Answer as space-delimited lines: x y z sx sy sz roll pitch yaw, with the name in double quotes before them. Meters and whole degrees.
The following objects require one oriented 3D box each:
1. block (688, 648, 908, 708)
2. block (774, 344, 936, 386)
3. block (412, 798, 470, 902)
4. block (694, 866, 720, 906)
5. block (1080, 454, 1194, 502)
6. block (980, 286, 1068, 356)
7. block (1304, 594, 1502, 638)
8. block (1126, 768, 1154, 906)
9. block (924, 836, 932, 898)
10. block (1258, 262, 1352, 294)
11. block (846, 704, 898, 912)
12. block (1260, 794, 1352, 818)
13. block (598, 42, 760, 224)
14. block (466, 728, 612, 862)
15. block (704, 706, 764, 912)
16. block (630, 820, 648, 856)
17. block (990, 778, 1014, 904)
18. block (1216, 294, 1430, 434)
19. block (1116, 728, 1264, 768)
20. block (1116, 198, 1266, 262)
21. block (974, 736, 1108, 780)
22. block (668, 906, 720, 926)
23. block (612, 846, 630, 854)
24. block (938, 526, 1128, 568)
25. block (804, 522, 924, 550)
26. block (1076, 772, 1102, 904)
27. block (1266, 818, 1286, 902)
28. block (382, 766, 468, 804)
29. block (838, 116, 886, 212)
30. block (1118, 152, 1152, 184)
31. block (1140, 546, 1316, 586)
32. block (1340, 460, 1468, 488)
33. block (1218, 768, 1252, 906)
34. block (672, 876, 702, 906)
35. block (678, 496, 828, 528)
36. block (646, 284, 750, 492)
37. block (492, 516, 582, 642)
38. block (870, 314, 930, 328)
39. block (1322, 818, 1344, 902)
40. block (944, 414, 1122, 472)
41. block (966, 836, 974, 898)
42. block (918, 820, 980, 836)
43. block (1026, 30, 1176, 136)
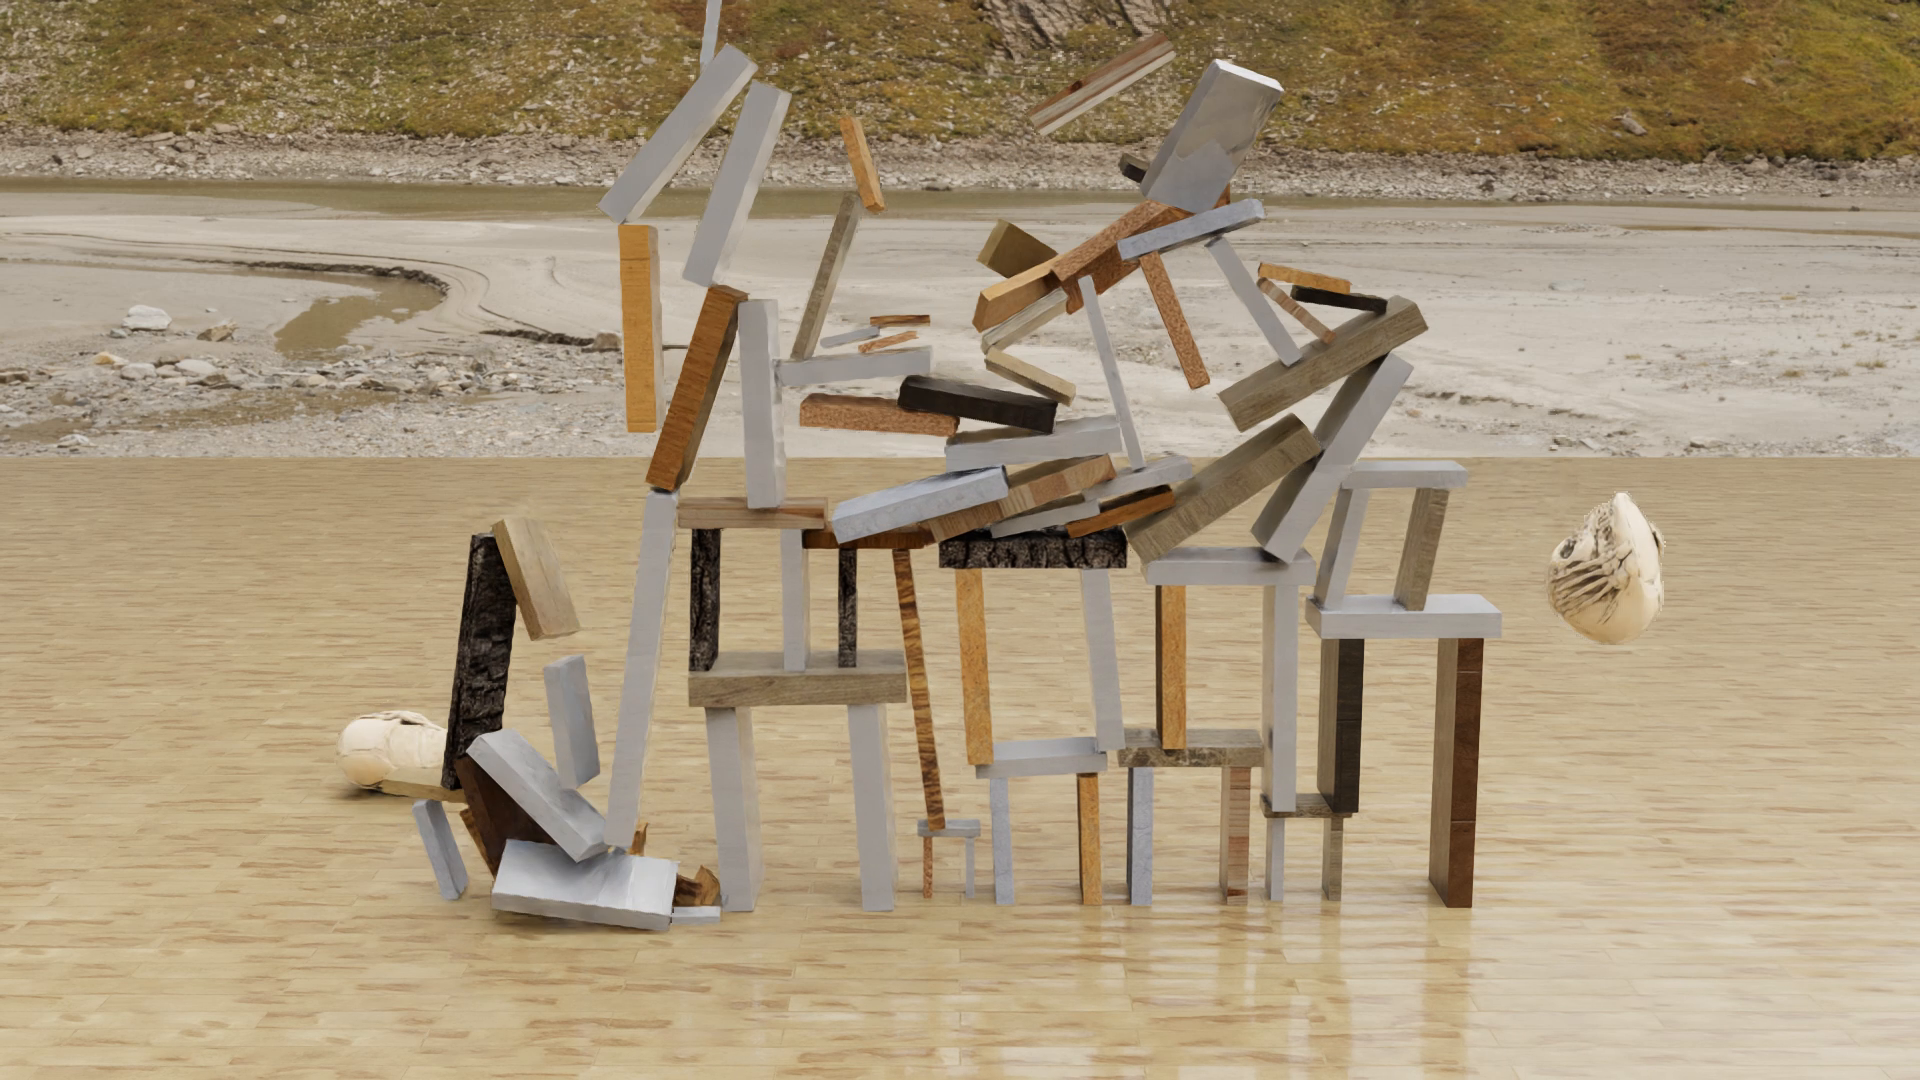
"block" -0.265 0.224 3.589 0.347 0.049 0.174 -1 11 -4
"block" -0.167 -0.281 3.542 0.247 0.035 0.123 -5 9 3
"block" -0.864 0.507 3.658 0.024 0.167 0.084 -17 10 3
"block" -0.421 0.573 3.628 0.013 0.047 0.095 29 0 -22
"block" 0.281 -0.100 3.530 0.176 0.025 0.088 -12 11 1
"block" 0.103 -0.349 3.536 0.150 0.021 0.075 -32 -10 -8
"block" 0.720 0.124 3.584 0.290 0.041 0.145 0 11 -1
"block" 0.299 0.474 3.650 0.033 0.236 0.118 0 11 0
"block" -0.053 0.537 3.664 0.015 0.104 0.052 0 9 -1
"block" 0.544 -0.414 3.478 0.143 0.020 0.072 12 11 4
"block" -0.143 0.418 3.637 0.049 0.347 0.174 -4 10 2
"block" 0.572 0.439 3.640 0.143 0.020 0.072 0 11 0
"block" -0.440 -0.636 3.454 0.045 0.320 0.160 39 7 -6
"block" -0.669 0.408 3.537 0.255 0.036 0.127 43 10 10
"block" -0.371 0.419 3.634 0.049 0.347 0.174 -3 10 2
"block" -0.539 0.532 3.663 0.016 0.116 0.058 8 11 0
"block" 0.069 0.483 3.650 0.030 0.215 0.108 -3 10 1
"block" 0.574 -0.283 3.506 0.331 0.047 0.166 -29 9 6
"block" 0.377 0.342 3.623 0.236 0.033 0.118 0 11 1
"block" 0.371 -0.494 3.513 0.223 0.032 0.112 -16 1 16
"block" 0.132 0.358 3.627 0.215 0.030 0.108 -4 10 1
"block" -0.434 0.606 3.547 0.095 0.013 0.047 -1 11 -4
"block" -0.585 0.539 3.663 0.016 0.116 0.058 37 9 -5
"block" 0.117 0.010 3.566 0.299 0.042 0.149 0 11 1
"block" -0.153 -0.008 3.576 0.192 0.027 0.096 0 11 2
"block" 0.214 0.484 3.650 0.030 0.215 0.108 -2 11 0
"block" 0.524 0.520 3.656 0.020 0.143 0.072 0 11 0
"block" -0.868 0.409 3.667 0.167 0.024 0.084 6 11 10
"block" -0.154 -0.593 3.473 0.020 0.144 0.072 -17 -2 11
"block" 0.314 -0.624 3.743 0.080 0.023 0.159 24 16 -5
"block" 0.432 0.041 3.566 0.269 0.038 0.135 0 11 0
"block" 0.706 -0.106 3.538 0.198 0.028 0.099 0 11 0
"block" 0.456 0.473 3.651 0.033 0.236 0.118 0 11 0
"block" -0.461 0.576 3.609 0.095 0.047 0.013 9 5 41
"block" -0.331 -0.045 3.537 0.231 0.033 0.116 0 10 1
"block" -0.416 -0.244 3.489 0.045 0.320 0.160 19 8 -1
"block" -0.680 0.061 3.532 0.028 0.198 0.099 -24 -8 26
"block" -0.095 -0.351 3.530 0.094 0.013 0.047 -1 -2 0
"block" 0.619 0.520 3.656 0.020 0.143 0.072 0 11 0
"block" 0.118 -0.156 3.519 0.277 0.039 0.139 -6 12 4
"block" 0.017 0.538 3.663 0.015 0.104 0.052 0 10 0
"block" -0.018 0.478 3.654 0.104 0.015 0.052 0 9 -1
"block" 0.222 -0.713 3.439 0.242 0.034 0.121 -30 2 9
